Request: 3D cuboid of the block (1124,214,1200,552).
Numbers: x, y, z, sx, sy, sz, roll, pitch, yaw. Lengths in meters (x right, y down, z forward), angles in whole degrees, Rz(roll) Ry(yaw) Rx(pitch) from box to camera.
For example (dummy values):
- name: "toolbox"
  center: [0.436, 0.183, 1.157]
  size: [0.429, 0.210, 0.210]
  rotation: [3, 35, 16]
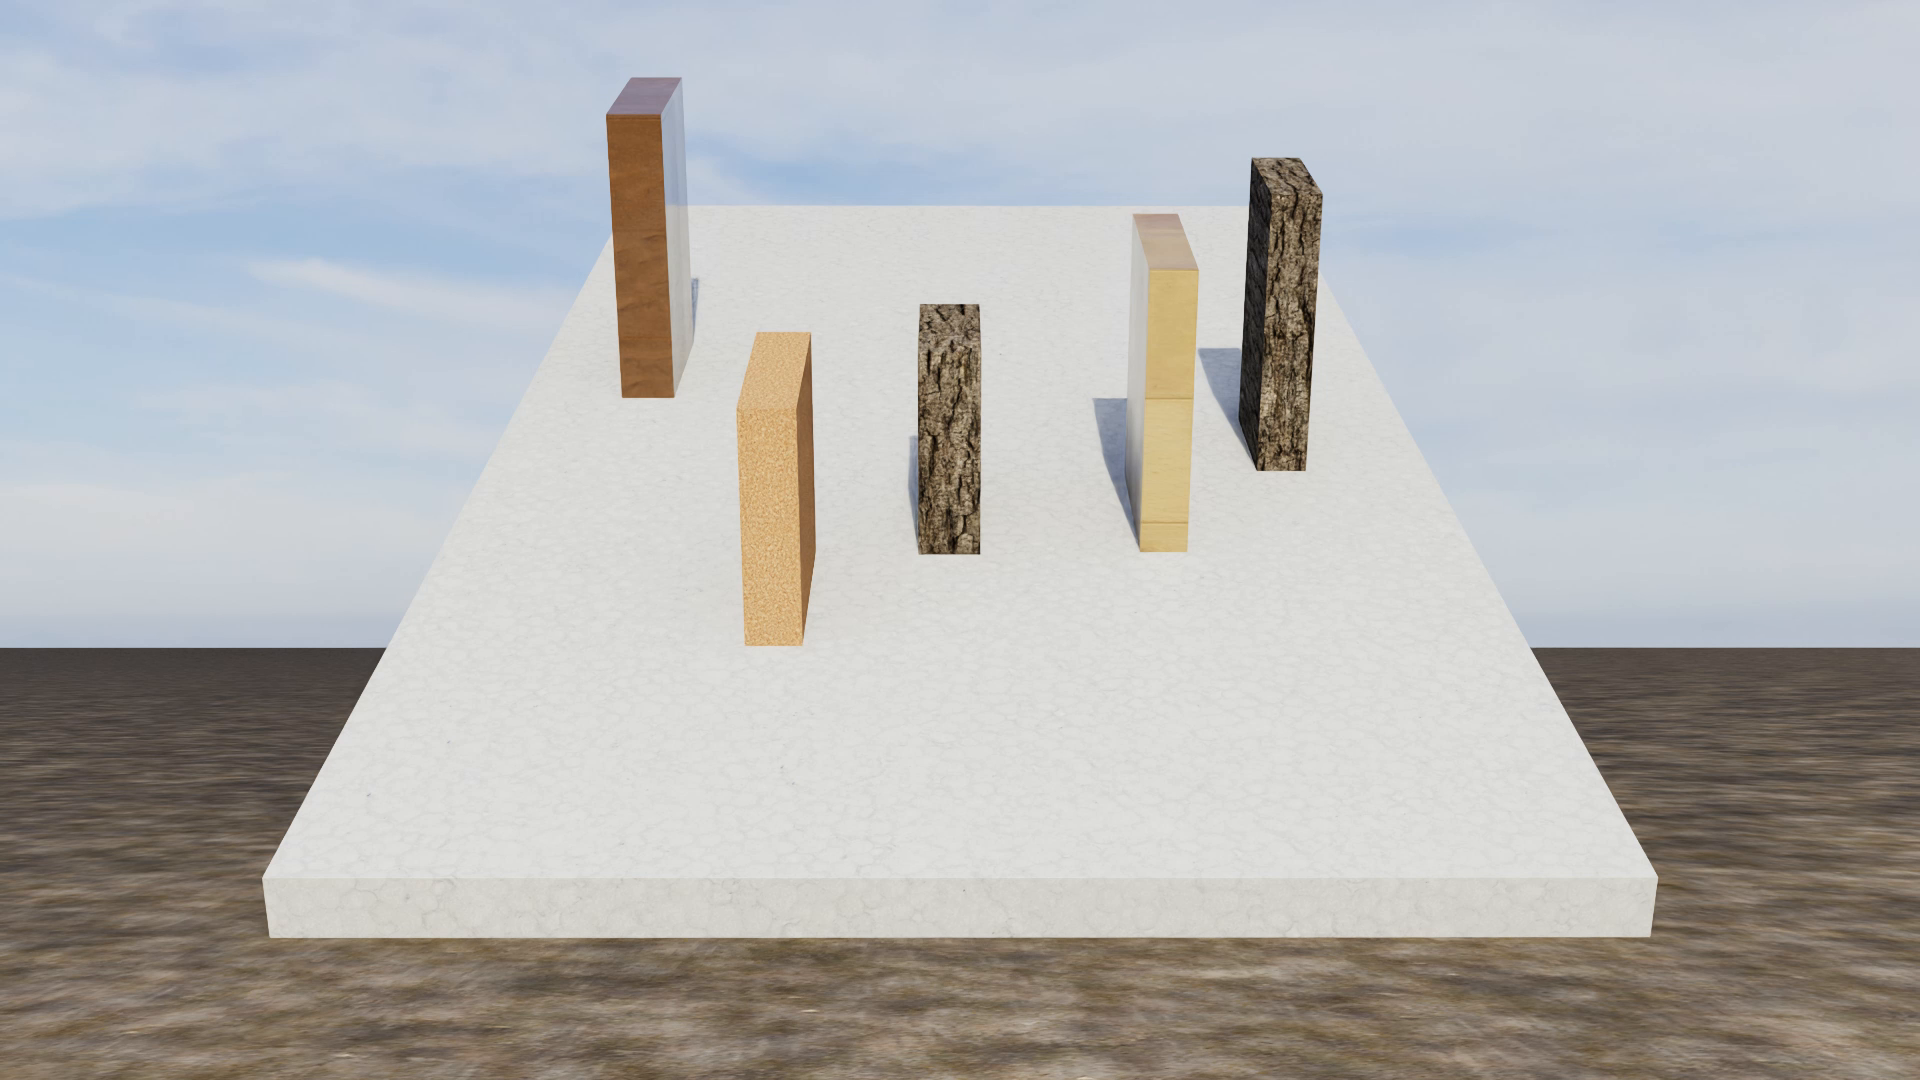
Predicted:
- name: "block"
  center: [0.392, -0.316, 4.520]
  size: [0.091, 0.560, 0.425]
  rotation: [0, 22, 0]

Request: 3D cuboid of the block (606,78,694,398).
- name: "block"
  center: [-0.718, -0.711, 5.364]
  size: [0.121, 0.655, 0.431]
  rotation: [0, 22, 0]

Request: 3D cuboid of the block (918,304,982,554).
- name: "block"
  center: [-0.020, -0.220, 4.488]
  size: [0.119, 0.406, 0.321]
  rotation: [0, 22, 0]

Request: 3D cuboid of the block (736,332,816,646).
- name: "block"
  center: [-0.327, -0.101, 4.148]
  size: [0.101, 0.438, 0.443]
  rotation: [0, 22, 0]

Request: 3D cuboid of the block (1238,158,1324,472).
- name: "block"
  center: [0.678, -0.483, 4.890]
  size: [0.104, 0.594, 0.335]
  rotation: [0, 22, 0]

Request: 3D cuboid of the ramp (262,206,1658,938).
- name: "ramp"
  center: [-0.007, -0.221, 5.164]
  size: [2.000, 0.100, 4.000]
  rotation: [0, 22, 0]
